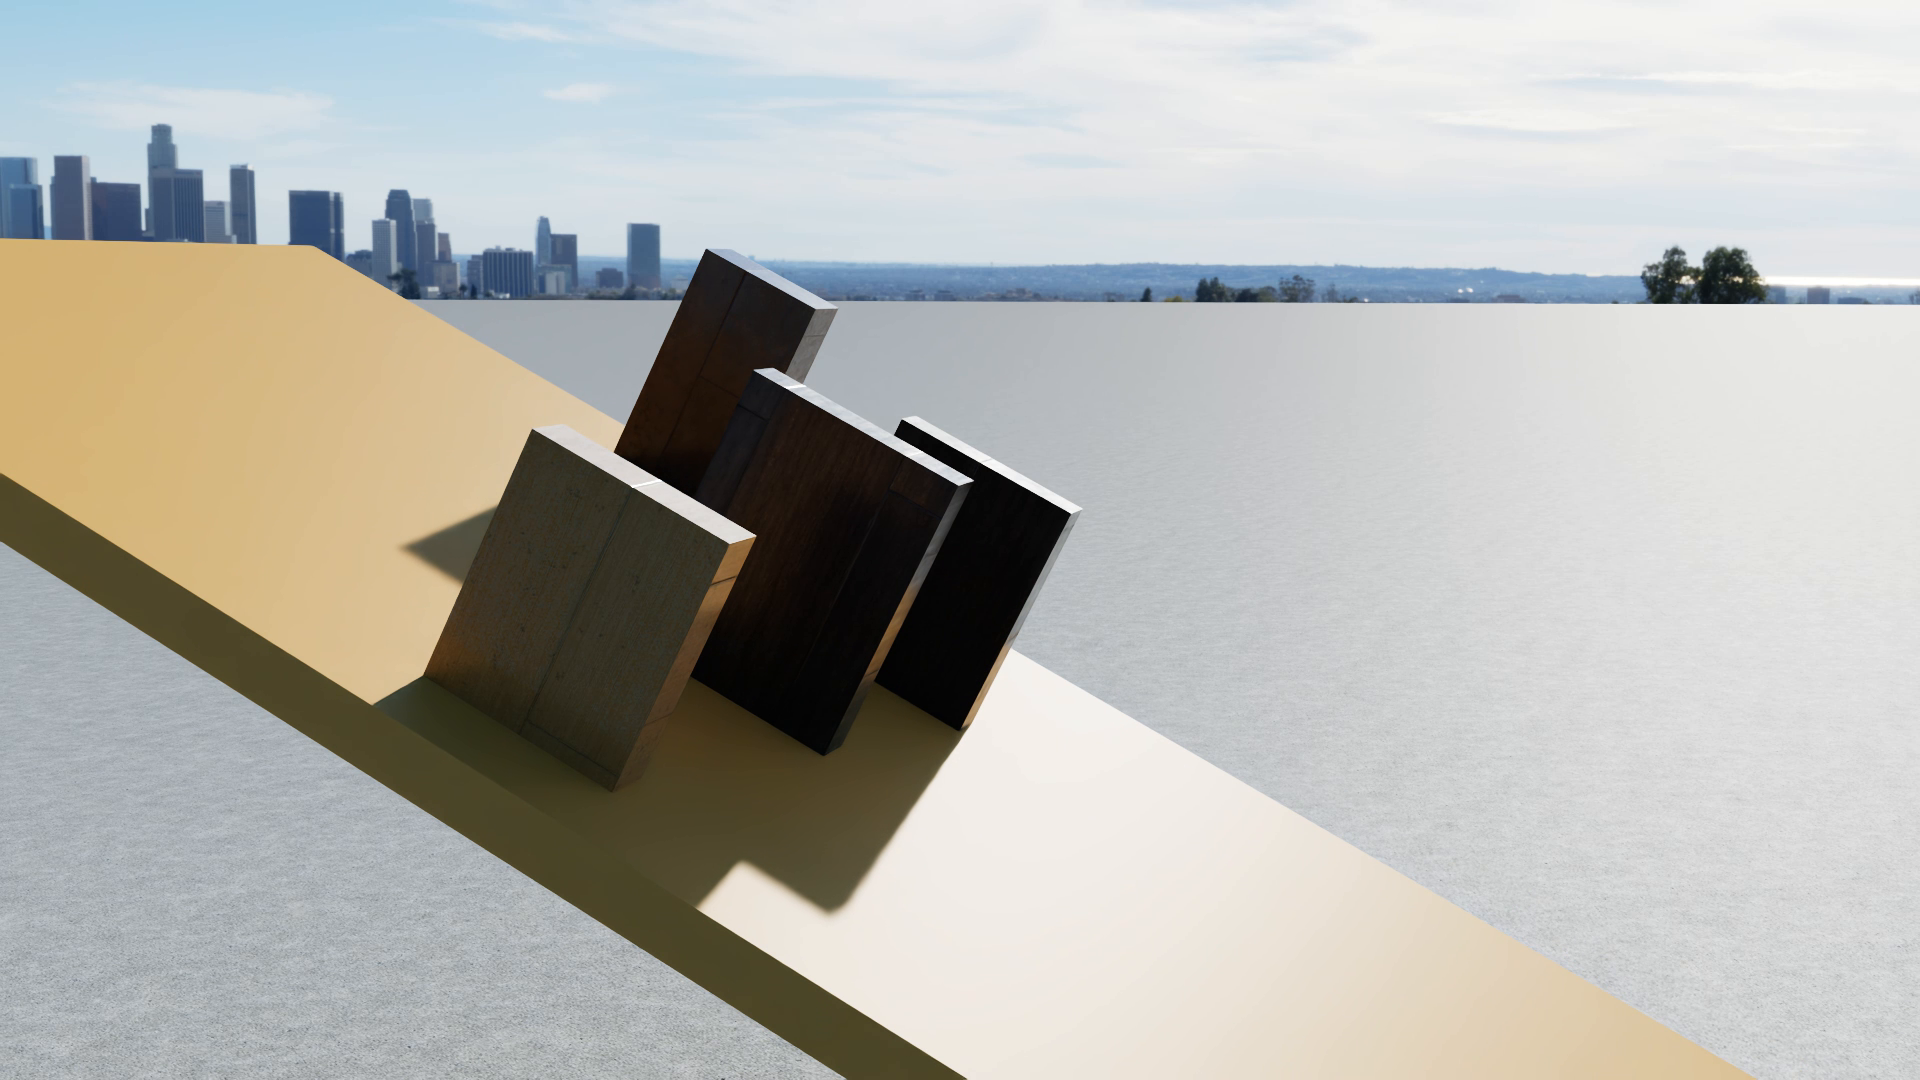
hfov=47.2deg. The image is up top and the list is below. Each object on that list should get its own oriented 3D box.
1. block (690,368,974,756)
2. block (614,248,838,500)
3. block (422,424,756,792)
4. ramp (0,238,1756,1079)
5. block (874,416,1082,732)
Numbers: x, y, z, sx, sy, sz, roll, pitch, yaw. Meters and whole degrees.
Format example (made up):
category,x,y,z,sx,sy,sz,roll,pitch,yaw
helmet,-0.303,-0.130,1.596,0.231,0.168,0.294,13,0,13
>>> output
category,x,y,z,sx,sy,sz,roll,pitch,yaw
block,-0.291,0.038,3.951,0.427,0.554,0.092,30,14,12
block,-0.535,-0.358,4.998,0.293,0.528,0.145,30,14,12
block,-0.579,0.103,3.421,0.364,0.442,0.104,30,14,12
ramp,-0.232,0.388,4.153,4.000,0.100,2.000,30,14,12
block,-0.045,0.066,4.409,0.389,0.500,0.089,30,14,12
